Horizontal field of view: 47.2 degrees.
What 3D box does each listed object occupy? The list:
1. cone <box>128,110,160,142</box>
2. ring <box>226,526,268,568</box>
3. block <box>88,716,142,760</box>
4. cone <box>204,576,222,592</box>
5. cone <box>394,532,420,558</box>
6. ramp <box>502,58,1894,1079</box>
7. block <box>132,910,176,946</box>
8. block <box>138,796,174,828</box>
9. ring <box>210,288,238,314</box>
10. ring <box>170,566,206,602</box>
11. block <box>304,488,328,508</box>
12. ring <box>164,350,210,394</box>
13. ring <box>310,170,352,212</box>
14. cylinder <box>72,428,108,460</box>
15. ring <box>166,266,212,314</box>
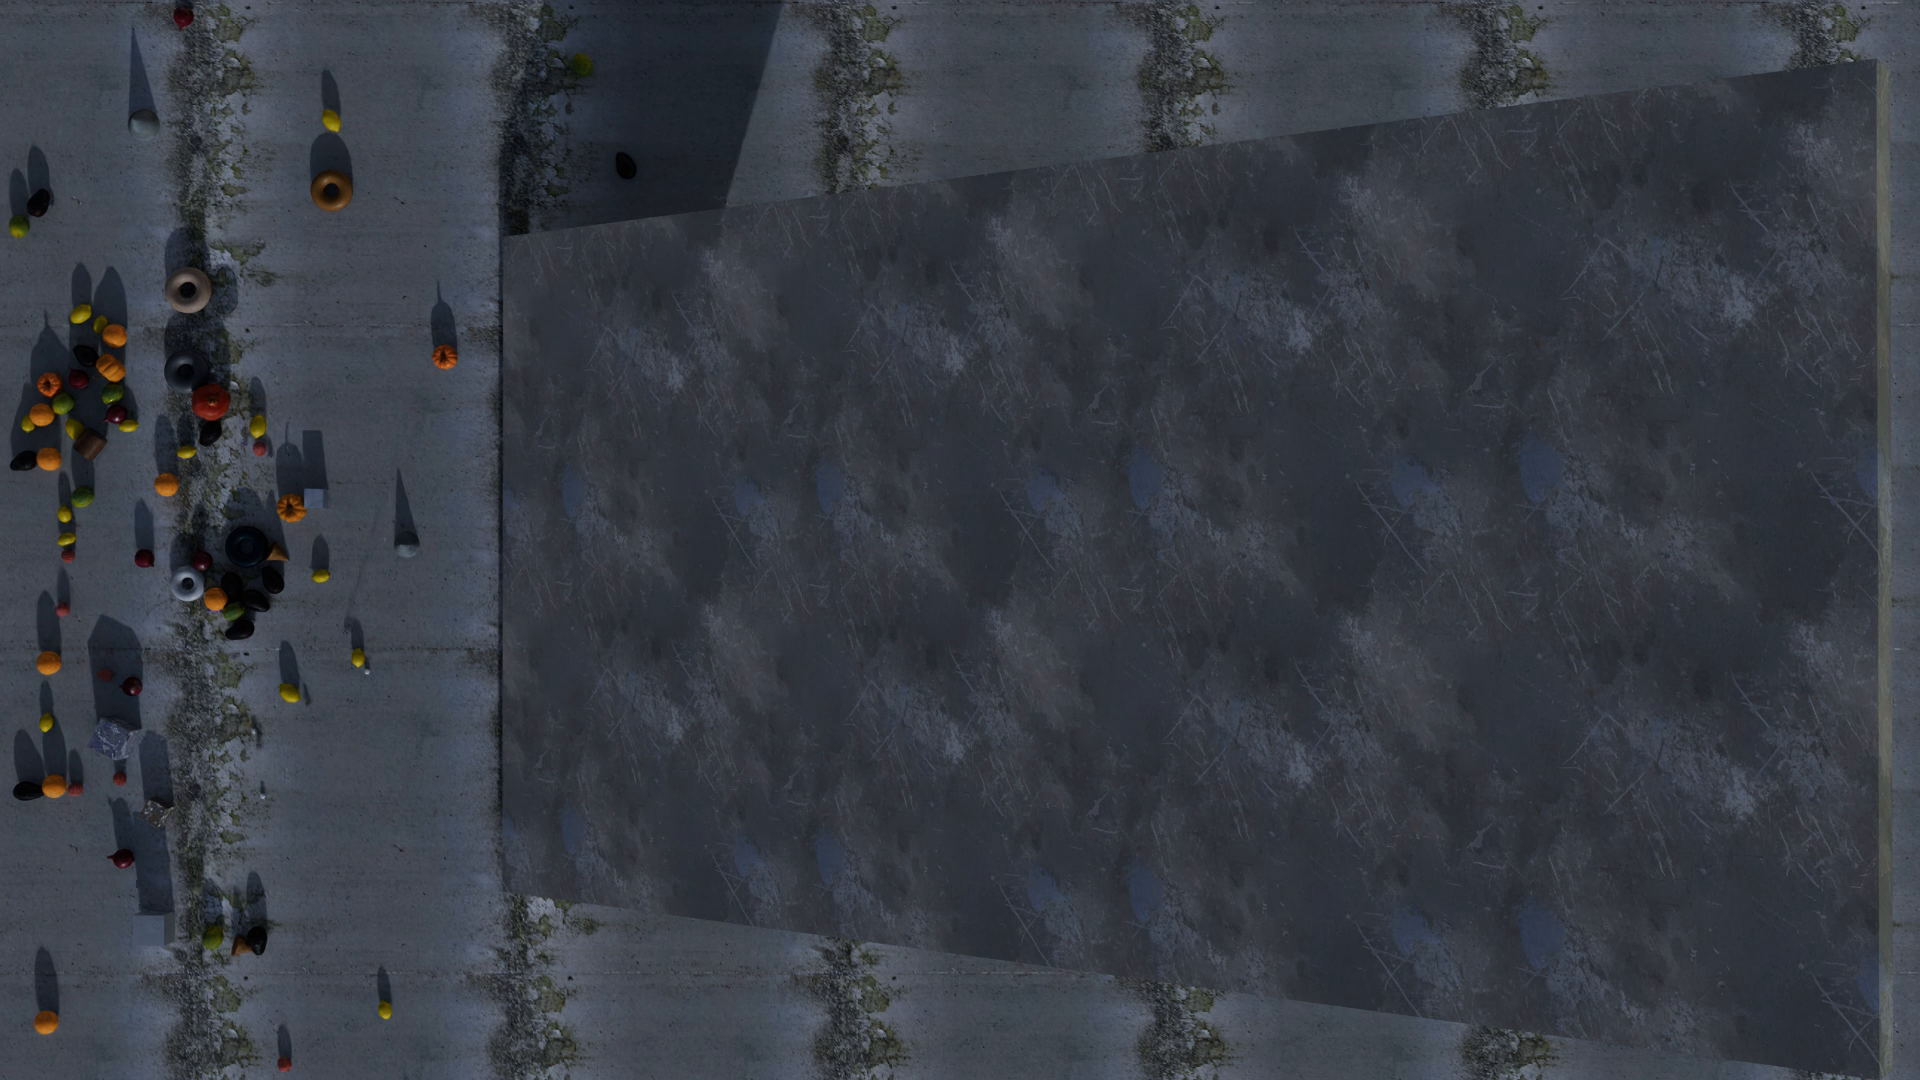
[{"bbox_3d":[-2.525,-1.284,6.754,0.100,0.100,0.100,0,90,0],"label":"cone"},{"bbox_3d":[-2.197,0.021,6.773,0.131,0.044,0.131,0,91,-1],"label":"ring"},{"bbox_3d":[-2.591,0.606,6.741,0.098,0.098,0.098,26,90,0],"label":"block"},{"bbox_3d":[-2.298,0.142,6.781,0.053,0.053,0.053,15,90,-26],"label":"cone"},{"bbox_3d":[-1.709,0.014,6.754,0.080,0.080,0.080,0,90,0],"label":"cone"},{"bbox_3d":[0.231,0.065,5.549,4.000,0.100,2.000,0,89,37],"label":"ramp"},{"bbox_3d":[-2.469,1.190,6.738,0.095,0.095,0.095,0,90,0],"label":"block"},{"bbox_3d":[-2.468,0.835,6.756,0.065,0.065,0.065,29,90,0],"label":"block"},{"bbox_3d":[-2.270,-0.738,6.786,0.084,0.028,0.084,0,90,-1],"label":"ring"},{"bbox_3d":[-2.378,0.134,6.775,0.111,0.037,0.111,0,90,1],"label":"ring"},{"bbox_3d":[-1.981,-0.127,6.766,0.058,0.058,0.058,0,90,0],"label":"block"},{"bbox_3d":[-2.382,-0.519,6.776,0.137,0.046,0.137,0,88,0],"label":"ring"},{"bbox_3d":[-1.937,-1.078,6.781,0.130,0.043,0.130,0,91,0],"label":"ring"},{"bbox_3d":[-2.673,-0.295,6.760,0.073,0.073,0.073,39,90,0],"label":"cylinder"},{"bbox_3d":[-2.378,-0.771,6.776,0.144,0.048,0.144,0,88,0],"label":"ring"}]
